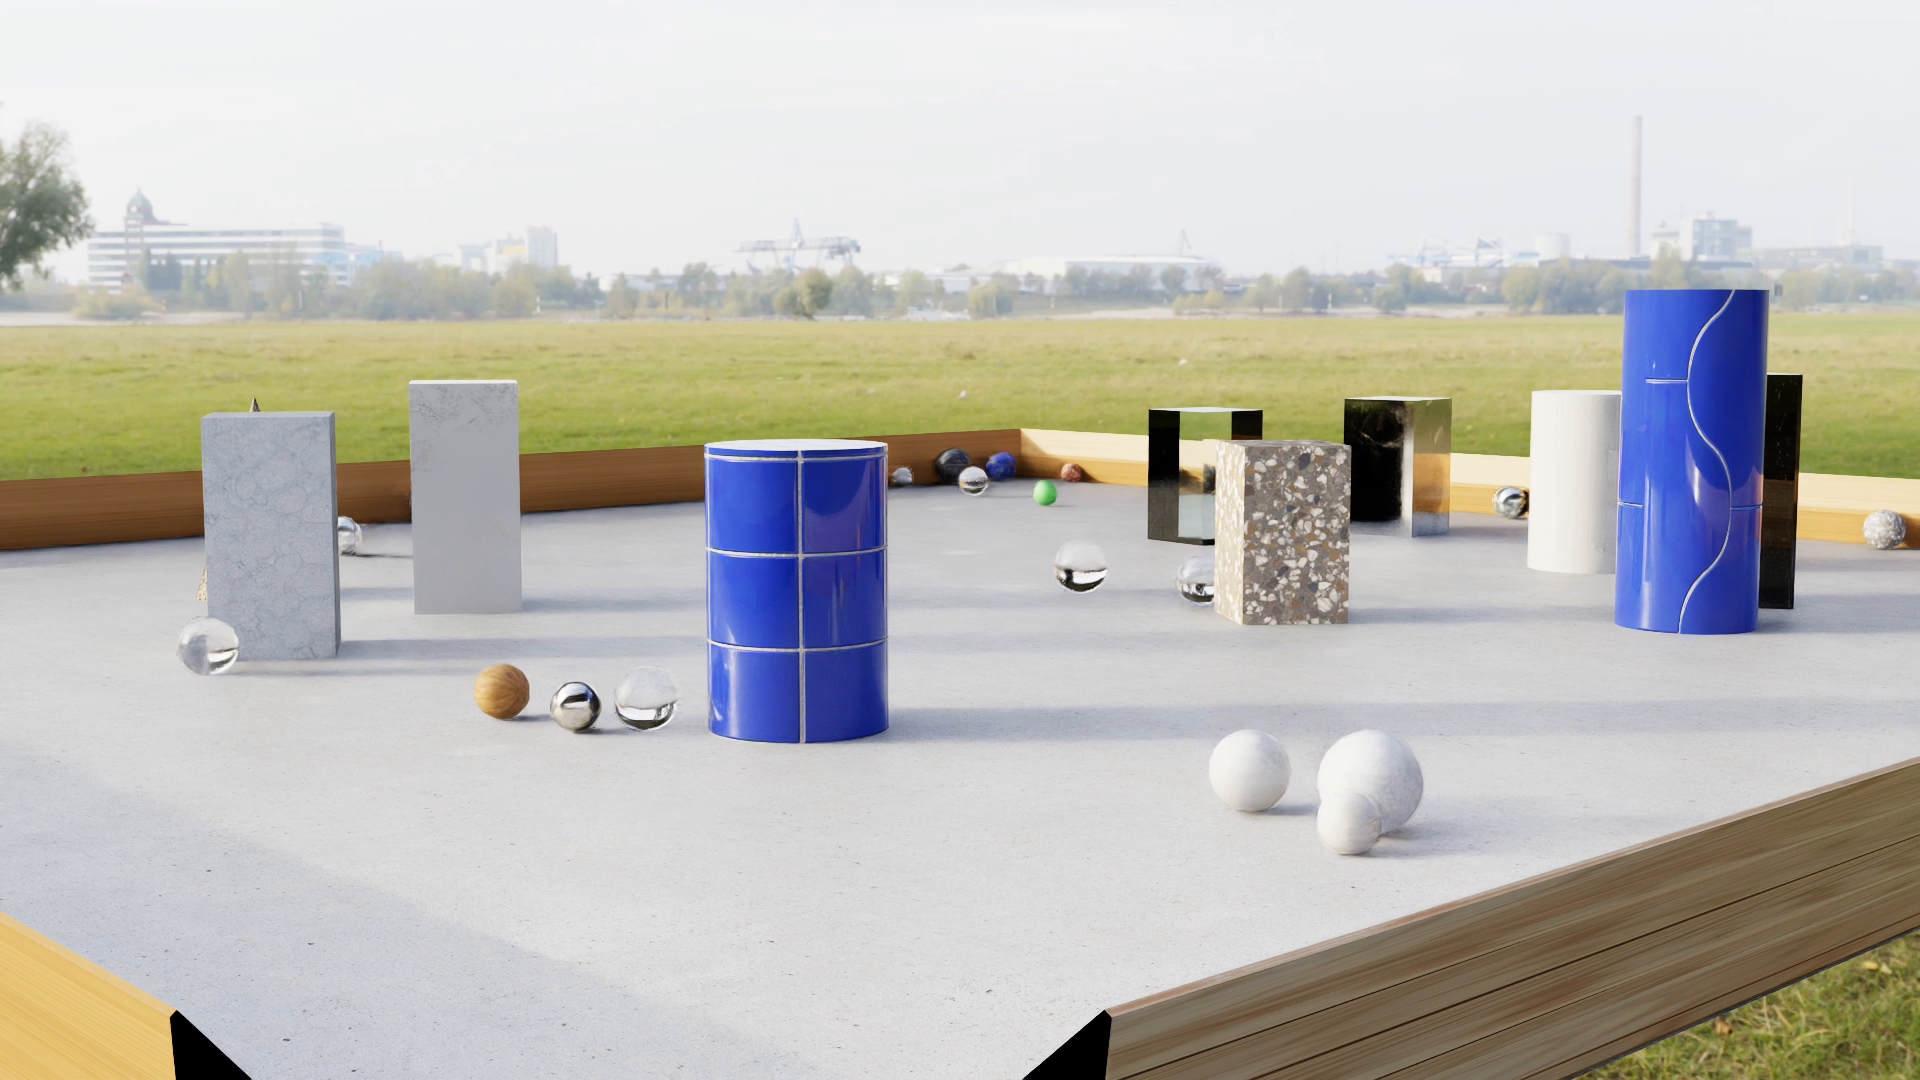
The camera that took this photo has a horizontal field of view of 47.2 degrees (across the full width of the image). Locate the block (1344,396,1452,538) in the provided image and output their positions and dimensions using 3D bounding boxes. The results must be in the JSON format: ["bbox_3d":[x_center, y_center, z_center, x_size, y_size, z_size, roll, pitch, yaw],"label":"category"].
[{"bbox_3d":[0.872,-0.149,4.387,0.155,0.268,0.155,5,8,40],"label":"block"}]

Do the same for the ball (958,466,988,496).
[{"bbox_3d":[0.031,-0.140,5.248,0.071,0.071,0.071,0,6,0],"label":"ball"}]

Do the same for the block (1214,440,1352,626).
[{"bbox_3d":[0.464,-0.014,3.178,0.155,0.253,0.155,-1,6,-8],"label":"block"}]

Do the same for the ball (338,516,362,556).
[{"bbox_3d":[-1.122,-0.008,3.986,0.072,0.072,0.072,0,6,0],"label":"ball"}]

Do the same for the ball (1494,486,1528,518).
[{"bbox_3d":[1.172,-0.080,4.681,0.069,0.069,0.069,0,6,0],"label":"ball"}]

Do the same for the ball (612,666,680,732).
[{"bbox_3d":[-0.332,0.168,2.325,0.069,0.069,0.069,0,6,0],"label":"ball"}]

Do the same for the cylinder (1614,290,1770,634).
[{"bbox_3d":[1.026,-0.114,3.087,0.193,0.471,0.193,0,6,0],"label":"cylinder"}]

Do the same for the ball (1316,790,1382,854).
[{"bbox_3d":[0.319,0.231,1.801,0.053,0.053,0.053,0,6,0],"label":"ball"}]

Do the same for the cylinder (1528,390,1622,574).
[{"bbox_3d":[1.081,-0.103,3.789,0.193,0.302,0.193,0,6,0],"label":"cylinder"}]

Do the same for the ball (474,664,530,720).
[{"bbox_3d":[-0.498,0.165,2.395,0.060,0.060,0.060,0,6,0],"label":"ball"}]

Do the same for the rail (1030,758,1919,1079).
[{"bbox_3d":[1.181,0.166,2.059,3.700,0.126,0.045,-6,8,-42],"label":"rail"}]

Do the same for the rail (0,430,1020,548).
[{"bbox_3d":[-1.181,-0.101,4.605,3.700,0.126,0.045,-6,8,-42],"label":"rail"}]

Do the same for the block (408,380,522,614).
[{"bbox_3d":[-0.739,-0.068,3.289,0.155,0.337,0.155,-1,6,-12],"label":"block"}]

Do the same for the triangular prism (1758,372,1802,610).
[{"bbox_3d":[1.185,-0.080,3.351,0.167,0.349,0.145,2,6,20],"label":"triangular prism"}]

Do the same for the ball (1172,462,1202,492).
[{"bbox_3d":[0.552,-0.151,5.344,0.074,0.074,0.074,0,6,0],"label":"ball"}]

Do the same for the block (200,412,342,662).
[{"bbox_3d":[-0.892,-0.009,2.858,0.155,0.309,0.155,-1,6,-13],"label":"block"}]

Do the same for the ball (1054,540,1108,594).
[{"bbox_3d":[0.189,0.042,3.448,0.086,0.086,0.086,0,6,0],"label":"ball"}]

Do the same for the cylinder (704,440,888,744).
[{"bbox_3d":[-0.173,0.050,2.336,0.193,0.302,0.193,0,6,0],"label":"cylinder"}]

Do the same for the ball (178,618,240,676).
[{"bbox_3d":[-0.916,0.129,2.681,0.071,0.071,0.071,0,6,0],"label":"ball"}]

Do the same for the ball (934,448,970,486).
[{"bbox_3d":[-0.019,-0.186,5.584,0.093,0.093,0.093,0,6,0],"label":"ball"}]

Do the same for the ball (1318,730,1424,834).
[{"bbox_3d":[0.349,0.206,1.869,0.089,0.089,0.089,0,6,0],"label":"ball"}]

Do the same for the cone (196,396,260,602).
[{"bbox_3d":[-1.092,-0.070,3.420,0.193,0.313,0.193,0,6,0],"label":"cone"}]

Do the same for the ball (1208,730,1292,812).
[{"bbox_3d":[0.258,0.205,1.956,0.073,0.073,0.073,0,6,0],"label":"ball"}]

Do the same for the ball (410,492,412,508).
[{"bbox_3d":[-1.099,-0.083,4.589,0.096,0.096,0.096,0,6,0],"label":"ball"}]

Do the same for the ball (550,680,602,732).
[{"bbox_3d":[-0.406,0.176,2.325,0.054,0.054,0.054,0,6,0],"label":"ball"}]

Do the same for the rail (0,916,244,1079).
[{"bbox_3d":[-1.342,0.162,2.100,0.045,0.126,3.531,-6,8,-42],"label":"rail"}]

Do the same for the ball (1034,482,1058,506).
[{"bbox_3d":[0.193,-0.105,4.994,0.055,0.055,0.055,0,6,0],"label":"ball"}]

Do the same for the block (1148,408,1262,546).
[{"bbox_3d":[0.472,-0.125,4.242,0.155,0.252,0.155,-4,7,-37],"label":"block"}]

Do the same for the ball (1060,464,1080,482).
[{"bbox_3d":[0.284,-0.173,5.669,0.049,0.049,0.049,0,6,0],"label":"ball"}]

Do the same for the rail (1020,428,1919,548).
[{"bbox_3d":[1.342,-0.097,4.564,0.045,0.126,3.531,-6,8,-42],"label":"rail"}]

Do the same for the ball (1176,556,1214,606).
[{"bbox_3d":[0.363,0.061,3.314,0.075,0.075,0.075,0,6,0],"label":"ball"}]

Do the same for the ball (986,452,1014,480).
[{"bbox_3d":[0.104,-0.190,5.719,0.073,0.073,0.073,0,6,0],"label":"ball"}]

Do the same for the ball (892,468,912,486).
[{"bbox_3d":[-0.146,-0.158,5.523,0.049,0.049,0.049,0,6,0],"label":"ball"}]

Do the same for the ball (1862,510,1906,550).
[{"bbox_3d":[1.717,-0.020,4.086,0.074,0.074,0.074,0,6,0],"label":"ball"}]
